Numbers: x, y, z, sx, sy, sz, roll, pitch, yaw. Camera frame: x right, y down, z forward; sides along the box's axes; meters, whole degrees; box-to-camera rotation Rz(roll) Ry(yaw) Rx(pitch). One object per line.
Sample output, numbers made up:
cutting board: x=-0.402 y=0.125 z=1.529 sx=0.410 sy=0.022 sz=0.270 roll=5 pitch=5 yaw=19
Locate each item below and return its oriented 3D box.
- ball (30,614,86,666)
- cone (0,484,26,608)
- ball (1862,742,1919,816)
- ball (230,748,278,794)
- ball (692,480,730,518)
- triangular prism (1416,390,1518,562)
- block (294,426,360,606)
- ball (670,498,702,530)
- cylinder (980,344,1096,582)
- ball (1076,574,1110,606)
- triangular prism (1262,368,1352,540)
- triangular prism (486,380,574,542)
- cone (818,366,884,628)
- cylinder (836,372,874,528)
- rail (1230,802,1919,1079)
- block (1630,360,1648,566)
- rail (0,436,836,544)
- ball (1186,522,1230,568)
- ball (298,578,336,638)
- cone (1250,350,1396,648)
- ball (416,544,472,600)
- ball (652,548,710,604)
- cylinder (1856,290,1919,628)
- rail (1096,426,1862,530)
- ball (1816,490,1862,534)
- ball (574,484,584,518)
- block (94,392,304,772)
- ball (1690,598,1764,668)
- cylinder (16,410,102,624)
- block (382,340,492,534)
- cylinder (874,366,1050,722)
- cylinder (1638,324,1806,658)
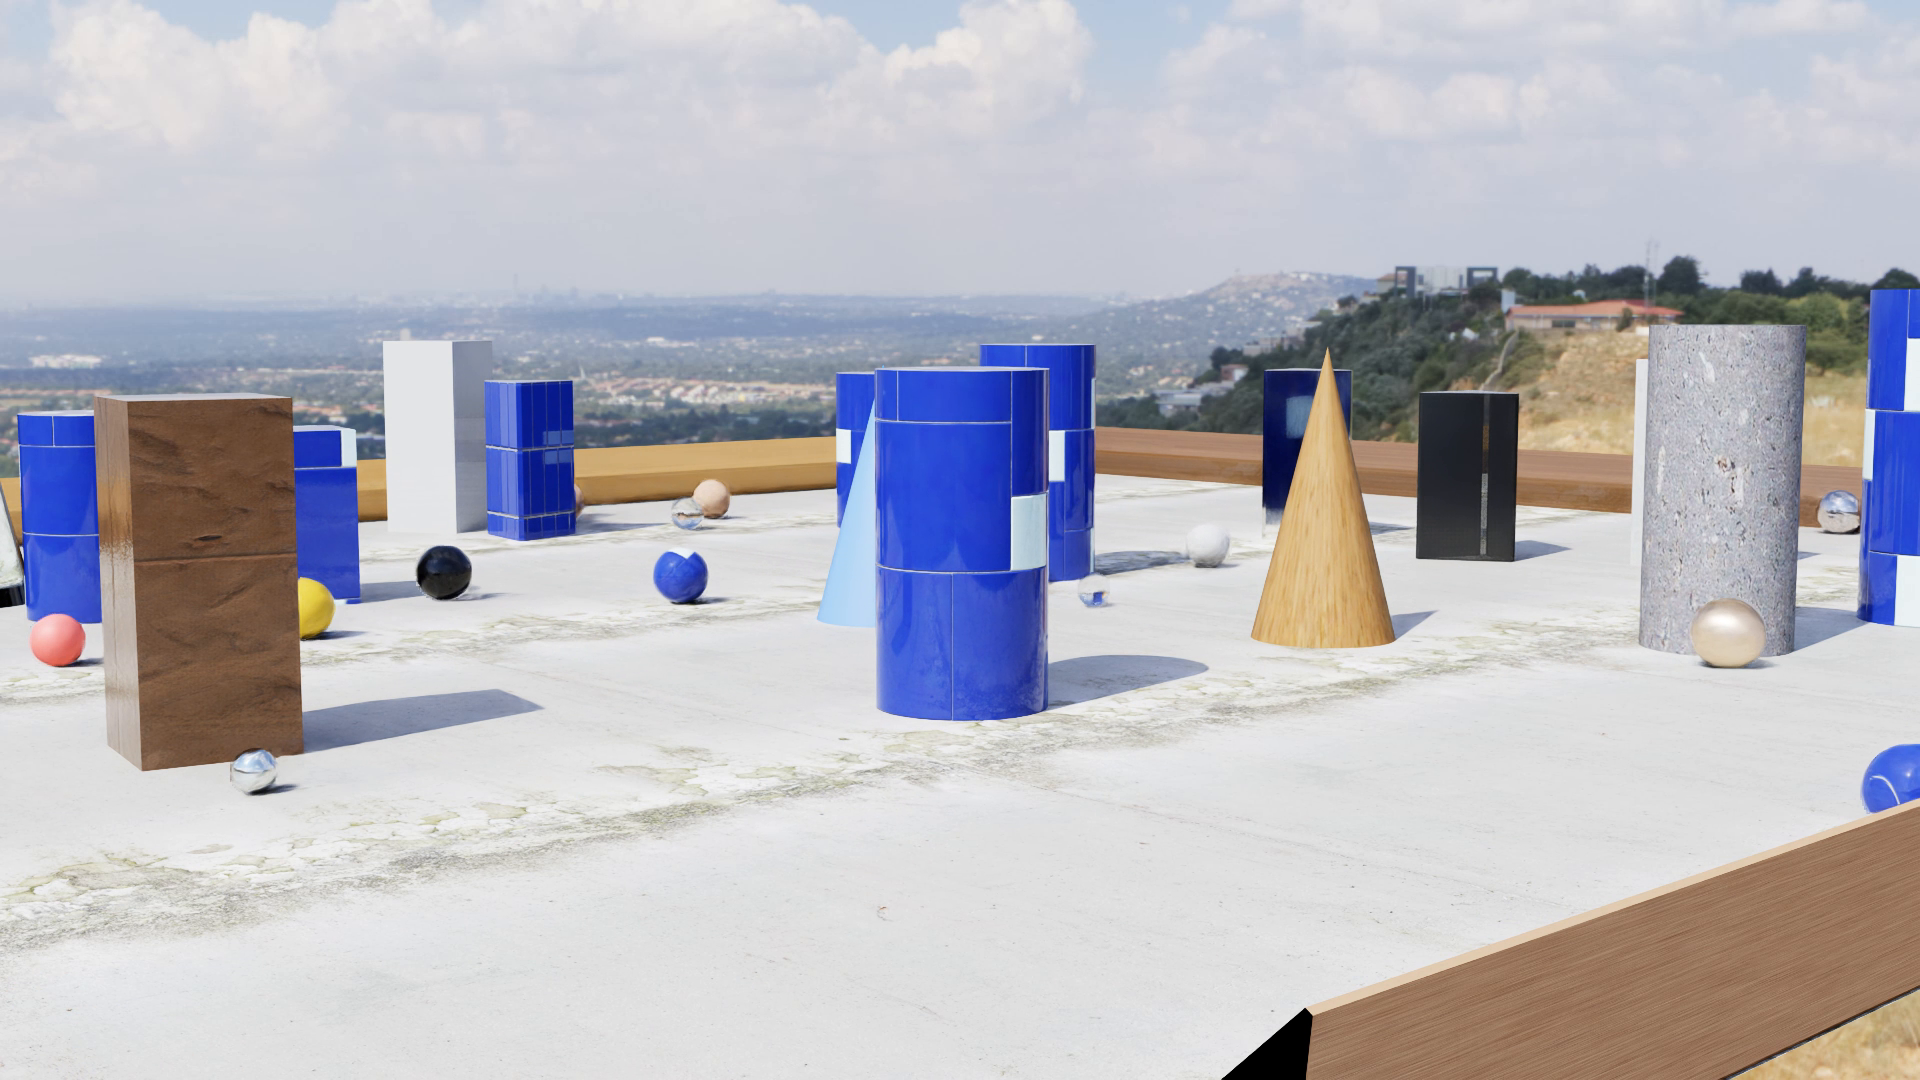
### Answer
ball: x=-1.129 y=0.125 z=2.752 sx=0.066 sy=0.066 sz=0.066 roll=0 pitch=6 yaw=0
cone: x=-1.514 y=-0.120 z=3.325 sx=0.195 sy=0.434 sz=0.195 roll=0 pitch=6 yaw=0
ball: x=0.807 y=0.212 z=1.863 sx=0.079 sy=0.079 sz=0.079 roll=0 pitch=6 yaw=0
ball: x=-0.652 y=0.213 z=2.032 sx=0.041 sy=0.041 sz=0.041 roll=0 pitch=6 yaw=0
ball: x=-0.532 y=-0.087 z=4.702 sx=0.082 sy=0.082 sz=0.082 roll=0 pitch=6 yaw=0
triangular prism: x=0.919 y=-0.119 z=3.970 sx=0.169 sy=0.298 sz=0.146 roll=2 pitch=6 yaw=16
block: x=-1.016 y=-0.038 z=3.356 sx=0.156 sy=0.264 sz=0.156 roll=-3 pitch=7 yaw=-29
ball: x=-0.555 y=-0.054 z=4.467 sx=0.065 sy=0.065 sz=0.065 roll=0 pitch=6 yaw=0
cylinder: x=0.129 y=-0.134 z=3.686 sx=0.195 sy=0.387 sz=0.195 roll=0 pitch=6 yaw=0
ball: x=0.200 y=0.076 z=3.306 sx=0.049 sy=0.049 sz=0.049 roll=0 pitch=6 yaw=0
triangular prism: x=0.673 y=-0.172 z=4.330 sx=0.169 sy=0.328 sz=0.146 roll=0 pitch=6 yaw=0
triangular prism: x=-0.830 y=-0.161 z=4.333 sx=0.146 sy=0.306 sz=0.169 roll=-4 pitch=7 yaw=-33
cone: x=-0.110 y=-0.069 z=3.167 sx=0.195 sy=0.366 sz=0.195 roll=0 pitch=6 yaw=0
cylinder: x=-0.157 y=-0.185 z=4.518 sx=0.195 sy=0.316 sz=0.195 roll=0 pitch=6 yaw=0
rail: x=1.223 y=0.171 z=2.014 sx=4.167 sy=0.127 sz=0.045 roll=-5 pitch=8 yaw=-42
block: x=1.277 y=-0.131 z=3.795 sx=0.156 sy=0.359 sz=0.156 roll=-3 pitch=6 yaw=-23
rail: x=-1.223 y=-0.105 z=4.650 sx=4.167 sy=0.127 sz=0.045 roll=-5 pitch=8 yaw=-42
ball: x=0.430 y=0.009 z=3.811 sx=0.077 sy=0.077 sz=0.077 roll=0 pitch=6 yaw=0
ball: x=-0.890 y=0.093 z=2.983 sx=0.082 sy=0.082 sz=0.082 roll=0 pitch=6 yaw=0
cone: x=0.494 y=-0.064 z=2.976 sx=0.195 sy=0.395 sz=0.195 roll=0 pitch=6 yaw=0
ball: x=-0.794 y=0.050 z=3.384 sx=0.085 sy=0.085 sz=0.085 roll=0 pitch=6 yaw=0
ball: x=-0.424 y=0.054 z=3.343 sx=0.085 sy=0.085 sz=0.085 roll=0 pitch=6 yaw=0
cylinder: x=1.395 y=-0.120 z=3.140 sx=0.195 sy=0.473 sz=0.195 roll=0 pitch=6 yaw=0
rail: x=1.514 y=-0.113 z=4.721 sx=0.045 sy=0.127 sz=3.655 roll=-5 pitch=8 yaw=-42
ball: x=1.751 y=-0.056 z=4.375 sx=0.089 sy=0.089 sz=0.089 roll=0 pitch=6 yaw=0
ball: x=-0.833 y=-0.081 z=4.601 sx=0.091 sy=0.091 sz=0.091 roll=0 pitch=6 yaw=0
block: x=-0.768 y=0.035 z=2.215 sx=0.156 sy=0.358 sz=0.156 roll=-4 pitch=7 yaw=-32
ball: x=0.956 y=0.116 z=2.740 sx=0.088 sy=0.088 sz=0.088 roll=0 pitch=6 yaw=0
cylinder: x=-1.264 y=-0.038 z=3.210 sx=0.195 sy=0.295 sz=0.195 roll=0 pitch=6 yaw=0
block: x=-1.054 y=-0.212 z=4.461 sx=0.156 sy=0.382 sz=0.156 roll=2 pitch=6 yaw=18
cylinder: x=0.002 y=-0.002 z=2.464 sx=0.195 sy=0.379 sz=0.195 roll=0 pitch=6 yaw=0
cylinder: x=1.002 y=-0.070 z=2.896 sx=0.195 sy=0.424 sz=0.195 roll=0 pitch=6 yaw=0
